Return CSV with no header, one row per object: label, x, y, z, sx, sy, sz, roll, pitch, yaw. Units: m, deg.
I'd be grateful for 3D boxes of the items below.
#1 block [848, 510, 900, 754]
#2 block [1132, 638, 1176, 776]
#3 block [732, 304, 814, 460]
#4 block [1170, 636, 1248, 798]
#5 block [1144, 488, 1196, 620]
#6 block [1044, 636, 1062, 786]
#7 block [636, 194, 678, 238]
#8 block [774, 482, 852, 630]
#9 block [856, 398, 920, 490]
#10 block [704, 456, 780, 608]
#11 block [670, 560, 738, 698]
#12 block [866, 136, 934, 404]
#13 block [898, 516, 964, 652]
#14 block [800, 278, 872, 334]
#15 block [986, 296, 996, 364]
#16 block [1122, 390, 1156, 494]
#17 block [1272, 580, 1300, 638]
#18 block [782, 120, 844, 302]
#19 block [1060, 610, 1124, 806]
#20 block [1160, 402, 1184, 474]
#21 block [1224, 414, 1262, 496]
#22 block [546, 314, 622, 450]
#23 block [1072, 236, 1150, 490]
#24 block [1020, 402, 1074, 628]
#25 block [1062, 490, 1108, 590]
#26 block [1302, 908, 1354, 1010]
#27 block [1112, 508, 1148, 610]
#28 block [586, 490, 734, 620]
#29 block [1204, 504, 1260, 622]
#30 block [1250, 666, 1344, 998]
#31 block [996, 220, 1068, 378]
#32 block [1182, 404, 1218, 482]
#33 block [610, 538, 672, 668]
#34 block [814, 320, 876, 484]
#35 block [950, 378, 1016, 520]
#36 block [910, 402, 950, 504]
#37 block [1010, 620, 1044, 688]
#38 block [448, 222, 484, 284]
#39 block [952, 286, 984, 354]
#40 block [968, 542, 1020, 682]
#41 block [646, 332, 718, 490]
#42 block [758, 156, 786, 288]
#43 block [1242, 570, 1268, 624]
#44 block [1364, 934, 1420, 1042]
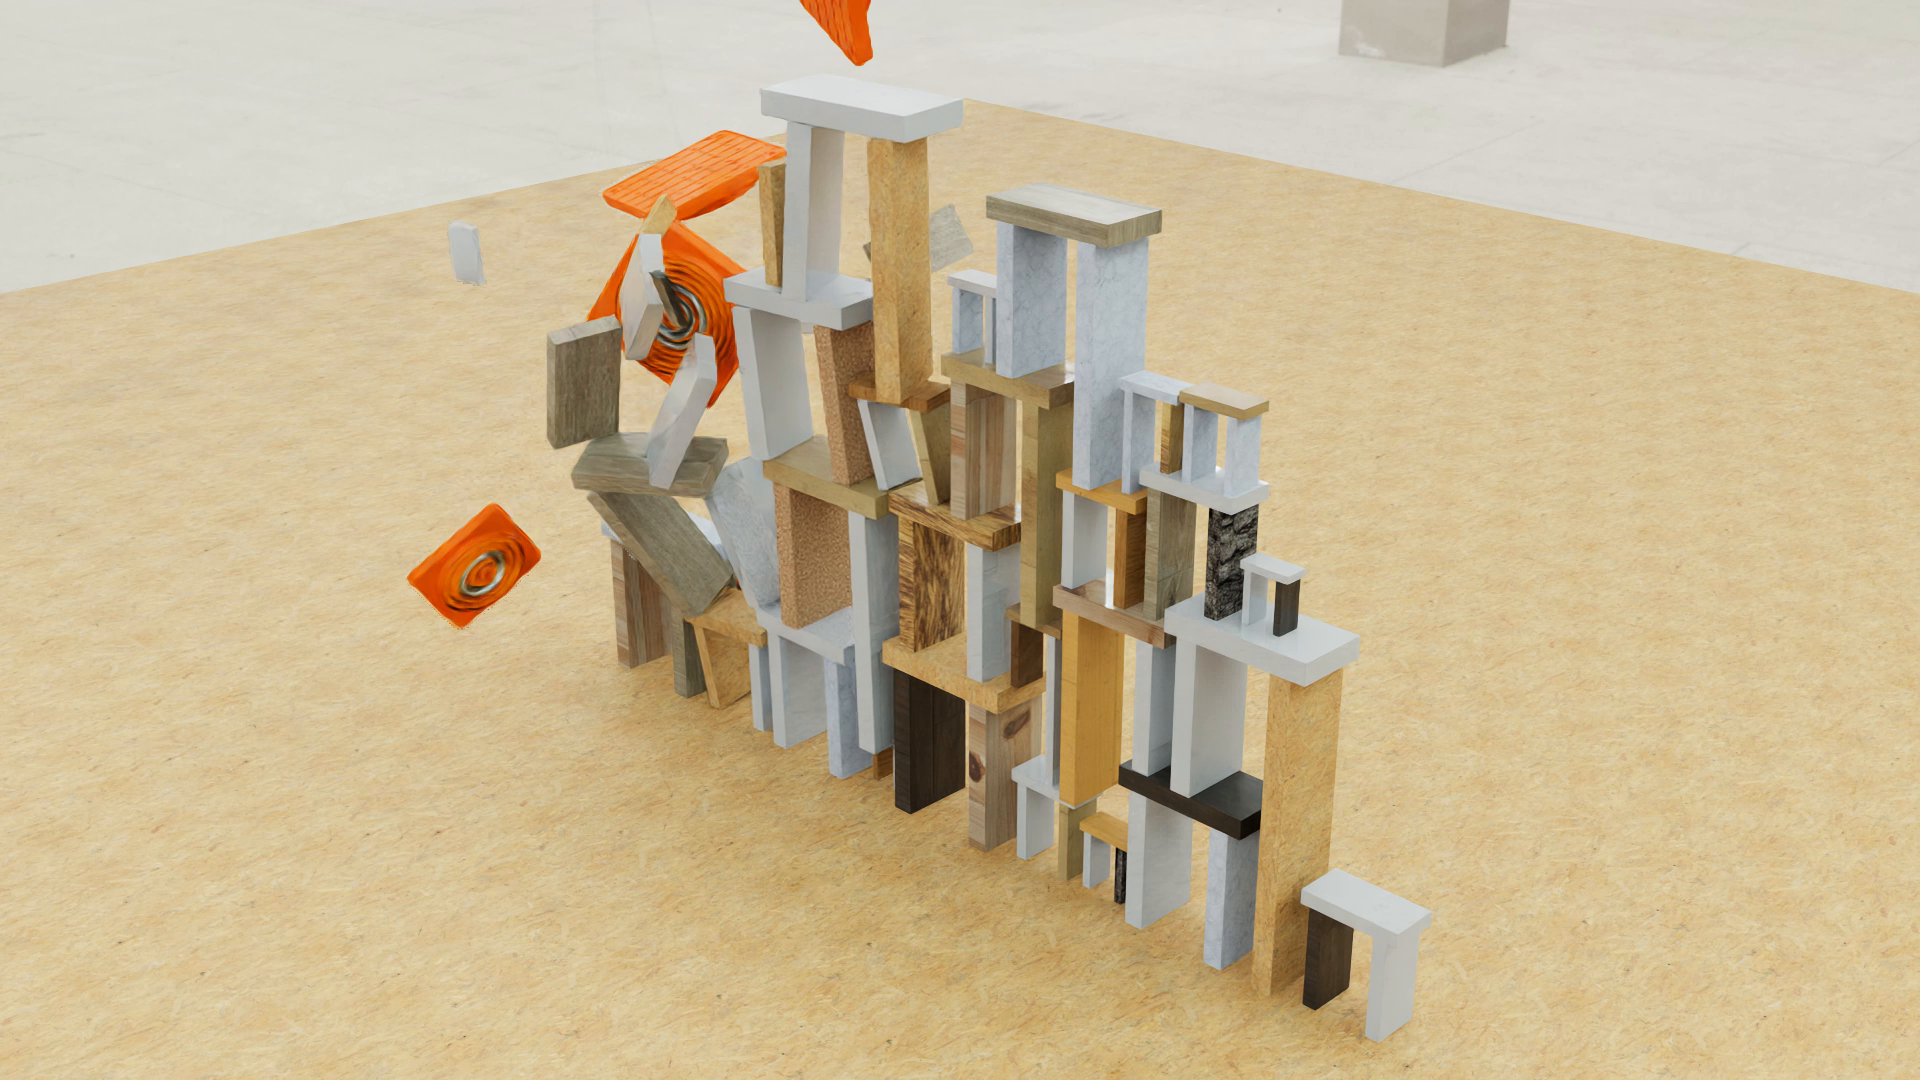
block,-0.140,0.163,4.425,0.045,0.532,0.160,21,33,39
block,0.369,0.281,3.946,0.037,0.262,0.131,21,31,41
block,-0.372,-0.333,4.394,0.044,0.313,0.157,8,25,31
block,0.441,0.290,3.875,0.043,0.301,0.150,21,31,41
block,0.367,0.012,3.837,0.028,0.245,0.100,21,31,41
block,0.193,0.312,4.145,0.020,0.313,0.069,21,31,41
block,-0.606,-0.636,4.409,0.015,0.052,0.104,9,60,32
block,-0.300,0.008,4.514,0.045,0.320,0.160,20,33,39
block,-0.137,-0.198,4.246,0.026,0.182,0.091,0,18,45
block,-0.432,-0.021,4.638,0.148,0.296,0.042,-26,7,-34
block,-0.571,0.183,4.927,0.045,0.315,0.158,21,31,41
block,-0.108,-0.512,4.059,0.048,0.490,0.170,7,25,19
block,-0.055,0.068,4.316,0.140,0.280,0.040,-21,31,-41
block,-0.303,-0.520,4.882,0.288,0.117,0.033,4,18,40
block,0.074,-0.386,3.972,0.018,0.125,0.063,21,31,41
block,0.310,-0.176,3.808,0.018,0.188,0.063,21,31,41
block,0.547,0.108,3.682,0.014,0.099,0.049,21,31,41
block,-0.276,-0.640,4.159,0.048,0.340,0.170,12,27,15
block,0.246,0.294,4.085,0.037,0.394,0.131,21,31,41
block,0.370,-0.181,3.741,0.018,0.127,0.063,21,31,41
block,0.470,-0.147,3.650,0.019,0.136,0.068,21,31,41
block,-0.774,-0.322,4.523,0.145,0.291,0.041,-19,52,-26
block,0.260,-0.313,3.808,0.040,0.440,0.140,21,31,40
block,0.173,-0.060,4.017,0.136,0.433,0.039,-21,31,-41
block,0.226,-0.013,3.970,0.026,0.186,0.093,21,31,41
block,0.644,0.711,3.831,0.028,0.198,0.099,21,31,41
block,0.314,0.021,3.889,0.026,0.186,0.093,21,31,41
block,-0.637,-0.010,4.689,0.042,0.350,0.148,-17,28,43
block,0.462,0.028,3.741,0.028,0.201,0.100,21,31,41
block,0.583,0.492,3.807,0.043,0.620,0.150,21,31,41
block,0.127,-0.438,3.897,0.140,0.280,0.040,-21,31,-41
block,0.406,-0.172,3.709,0.019,0.136,0.068,21,31,41
block,-0.719,0.125,5.064,0.045,0.315,0.158,21,31,41
block,-0.194,-0.282,4.270,0.044,0.313,0.157,13,28,41
block,0.045,-0.185,4.104,0.136,0.272,0.039,-21,31,-41
block,-0.040,-0.171,4.181,0.026,0.183,0.091,2,21,40
block,0.128,0.206,4.171,0.020,0.139,0.069,22,31,40
block,-0.866,-0.504,3.860,0.052,0.103,0.015,14,34,21
block,0.014,-0.409,4.026,0.018,0.125,0.063,21,31,40
block,0.077,0.119,4.195,0.140,0.280,0.040,-21,31,-41
block,-0.563,-0.259,4.439,0.041,0.291,0.145,14,38,-22
block,-0.330,-0.618,4.245,0.033,0.235,0.117,16,29,36
block,0.500,0.090,3.725,0.014,0.099,0.050,21,31,41
block,0.737,0.748,3.745,0.028,0.198,0.099,21,31,41
